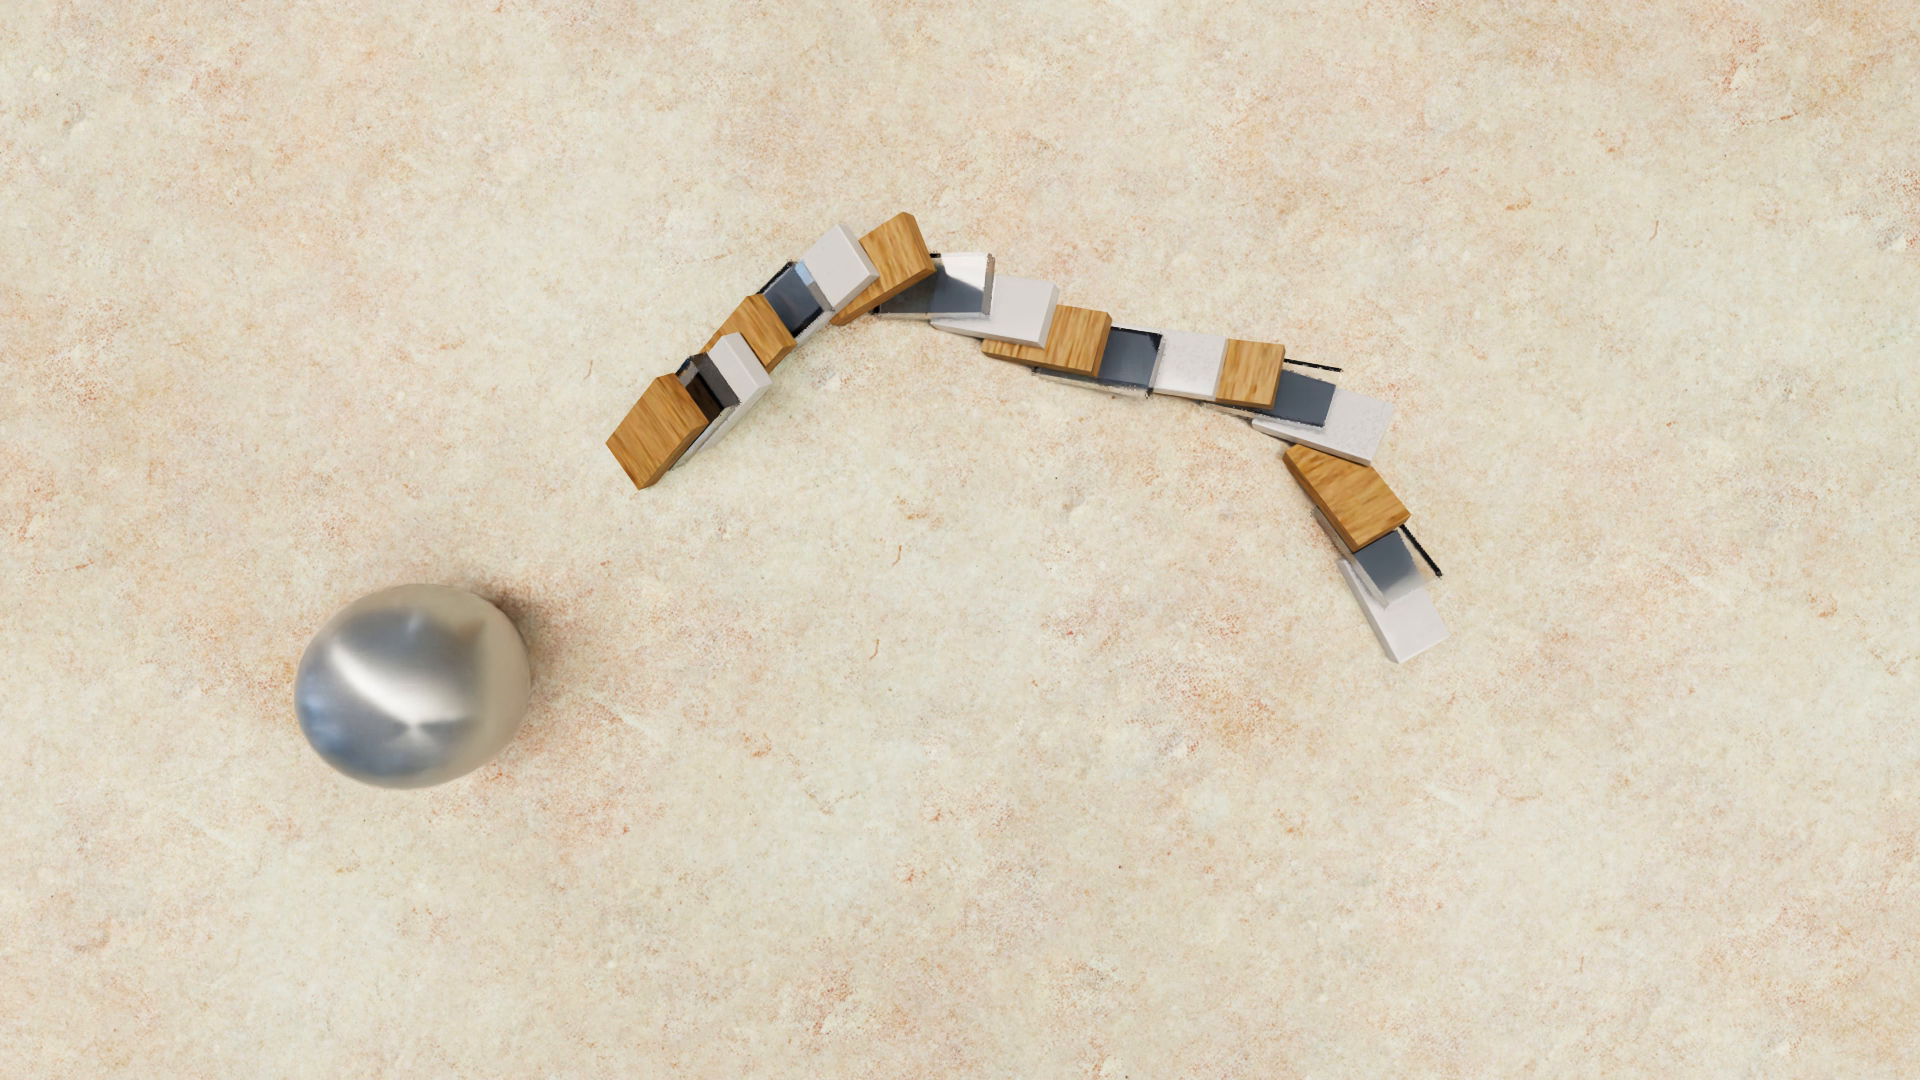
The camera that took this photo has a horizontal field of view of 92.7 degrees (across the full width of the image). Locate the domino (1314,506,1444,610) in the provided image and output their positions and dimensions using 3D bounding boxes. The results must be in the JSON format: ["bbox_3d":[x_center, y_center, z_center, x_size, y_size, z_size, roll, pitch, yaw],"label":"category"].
[{"bbox_3d":[0.175,0.001,0.386,0.025,0.009,0.050,-29,67,0],"label":"domino"}]

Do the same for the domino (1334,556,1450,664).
[{"bbox_3d":[0.187,0.025,0.395,0.025,0.010,0.050,-29,90,0],"label":"domino"}]

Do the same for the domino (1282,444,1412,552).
[{"bbox_3d":[0.162,-0.023,0.386,0.025,0.009,0.050,-30,68,0],"label":"domino"}]

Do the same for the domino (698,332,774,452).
[{"bbox_3d":[-0.100,-0.061,0.381,0.050,0.009,0.025,-35,90,38],"label":"domino"}]

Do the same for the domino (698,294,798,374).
[{"bbox_3d":[-0.092,-0.076,0.382,0.050,0.009,0.025,-35,90,36],"label":"domino"}]

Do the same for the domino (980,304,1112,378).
[{"bbox_3d":[0.036,-0.086,0.386,0.050,0.010,0.025,16,90,23],"label":"domino"}]

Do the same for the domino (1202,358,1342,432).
[{"bbox_3d":[0.131,-0.063,0.385,0.050,0.010,0.025,17,89,25],"label":"domino"}]

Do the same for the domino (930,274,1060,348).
[{"bbox_3d":[0.014,-0.098,0.386,0.050,0.010,0.025,15,90,23],"label":"domino"}]

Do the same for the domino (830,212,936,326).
[{"bbox_3d":[-0.037,-0.113,0.384,0.050,0.009,0.025,-23,87,27],"label":"domino"}]

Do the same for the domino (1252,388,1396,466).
[{"bbox_3d":[0.152,-0.052,0.385,0.050,0.009,0.025,23,89,25],"label":"domino"}]

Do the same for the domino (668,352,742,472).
[{"bbox_3d":[-0.114,-0.053,0.381,0.050,0.010,0.025,-35,90,38],"label":"domino"}]

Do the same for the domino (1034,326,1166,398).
[{"bbox_3d":[0.059,-0.077,0.386,0.050,0.010,0.025,15,90,23],"label":"domino"}]

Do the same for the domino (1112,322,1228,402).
[{"bbox_3d":[0.084,-0.075,0.385,0.050,0.010,0.025,13,90,24],"label":"domino"}]

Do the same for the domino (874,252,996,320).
[{"bbox_3d":[-0.011,-0.107,0.386,0.050,0.010,0.025,5,90,23],"label":"domino"}]

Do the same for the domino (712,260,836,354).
[{"bbox_3d":[-0.079,-0.091,0.385,0.050,0.009,0.025,-34,90,26],"label":"domino"}]

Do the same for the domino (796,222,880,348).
[{"bbox_3d":[-0.060,-0.106,0.384,0.050,0.009,0.025,-34,87,26],"label":"domino"}]

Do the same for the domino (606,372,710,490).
[{"bbox_3d":[-0.127,-0.044,0.381,0.050,0.010,0.025,-35,90,38],"label":"domino"}]

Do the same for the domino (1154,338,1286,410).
[{"bbox_3d":[0.108,-0.071,0.385,0.050,0.009,0.025,13,90,25],"label":"domino"}]

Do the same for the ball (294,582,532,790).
[{"bbox_3d":[-0.212,0.057,0.360,0.080,0.080,0.080,0,90,0],"label":"ball"}]
